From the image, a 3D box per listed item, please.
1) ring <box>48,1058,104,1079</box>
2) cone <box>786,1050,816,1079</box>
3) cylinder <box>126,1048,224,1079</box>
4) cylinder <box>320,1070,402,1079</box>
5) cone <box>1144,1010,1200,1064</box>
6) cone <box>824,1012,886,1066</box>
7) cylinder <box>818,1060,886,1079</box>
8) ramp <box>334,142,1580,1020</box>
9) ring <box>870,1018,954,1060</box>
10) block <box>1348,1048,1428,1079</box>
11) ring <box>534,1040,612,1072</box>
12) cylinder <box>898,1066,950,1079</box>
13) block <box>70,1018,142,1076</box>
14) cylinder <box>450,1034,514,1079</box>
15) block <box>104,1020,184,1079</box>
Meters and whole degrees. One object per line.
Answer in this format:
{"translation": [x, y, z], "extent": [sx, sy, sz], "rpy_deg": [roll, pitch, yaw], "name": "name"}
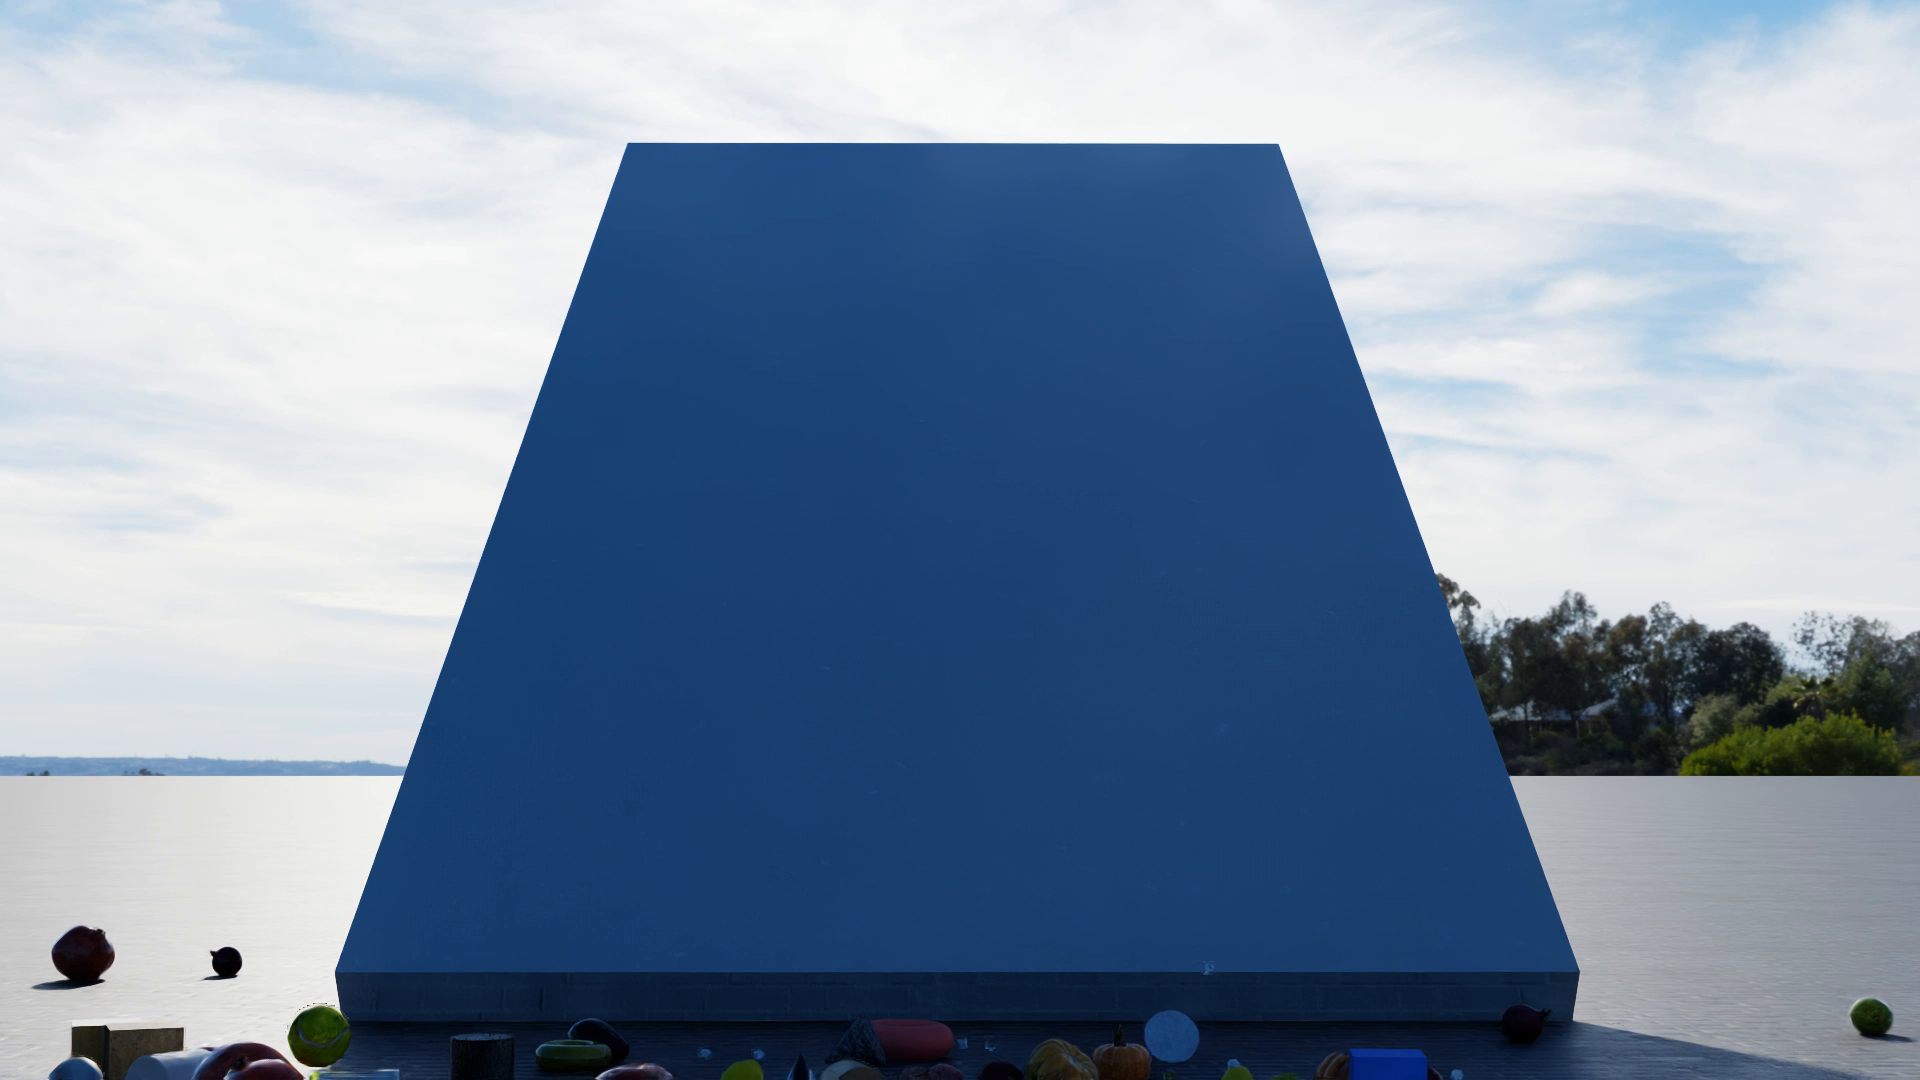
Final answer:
{"translation": [-0.965, 0.611, 2.597], "extent": [0.100, 0.100, 0.033], "rpy_deg": [-5, -23, 40], "name": "ring"}
{"translation": [-0.197, 0.662, 2.961], "extent": [0.060, 0.060, 0.060], "rpy_deg": [0, -5, 0], "name": "cone"}
{"translation": [-0.915, 0.636, 2.789], "extent": [0.079, 0.079, 0.079], "rpy_deg": [-3, -6, 31], "name": "cylinder"}
{"translation": [-0.648, 0.615, 2.585], "extent": [0.083, 0.083, 0.083], "rpy_deg": [1, -6, -9], "name": "cylinder"}
{"translation": [0.294, 0.715, 3.381], "extent": [0.078, 0.078, 0.078], "rpy_deg": [0, -32, -3], "name": "cone"}
{"translation": [-0.155, 0.709, 3.319], "extent": [0.079, 0.079, 0.079], "rpy_deg": [-27, -8, 4], "name": "cone"}
{"translation": [-0.121, 0.631, 2.718], "extent": [0.074, 0.074, 0.074], "rpy_deg": [2, -6, -16], "name": "cylinder"}
{"translation": [-0.012, -0.219, 5.624], "extent": [2.000, 0.100, 4.000], "rpy_deg": [0, 29, 0], "name": "ramp"}
{"translation": [-0.080, 0.712, 3.414], "extent": [0.143, 0.048, 0.143], "rpy_deg": [1, -5, 0], "name": "ring"}
{"translation": [0.491, 0.630, 2.747], "extent": [0.082, 0.082, 0.082], "rpy_deg": [-1, -6, 5], "name": "block"}
{"translation": [-0.528, 0.704, 3.271], "extent": [0.106, 0.035, 0.106], "rpy_deg": [1, -6, 0], "name": "ring"}
{"translation": [-0.045, 0.636, 2.726], "extent": [0.066, 0.066, 0.066], "rpy_deg": [1, -21, -15], "name": "cylinder"}
{"translation": [-1.092, 0.659, 3.060], "extent": [0.085, 0.085, 0.085], "rpy_deg": [2, -6, -21], "name": "block"}
{"translation": [-0.590, 0.652, 2.955], "extent": [0.077, 0.077, 0.077], "rpy_deg": [0, -5, 0], "name": "cylinder"}
{"translation": [-1.022, 0.651, 2.996], "extent": [0.087, 0.087, 0.087], "rpy_deg": [2, -6, -23], "name": "block"}
